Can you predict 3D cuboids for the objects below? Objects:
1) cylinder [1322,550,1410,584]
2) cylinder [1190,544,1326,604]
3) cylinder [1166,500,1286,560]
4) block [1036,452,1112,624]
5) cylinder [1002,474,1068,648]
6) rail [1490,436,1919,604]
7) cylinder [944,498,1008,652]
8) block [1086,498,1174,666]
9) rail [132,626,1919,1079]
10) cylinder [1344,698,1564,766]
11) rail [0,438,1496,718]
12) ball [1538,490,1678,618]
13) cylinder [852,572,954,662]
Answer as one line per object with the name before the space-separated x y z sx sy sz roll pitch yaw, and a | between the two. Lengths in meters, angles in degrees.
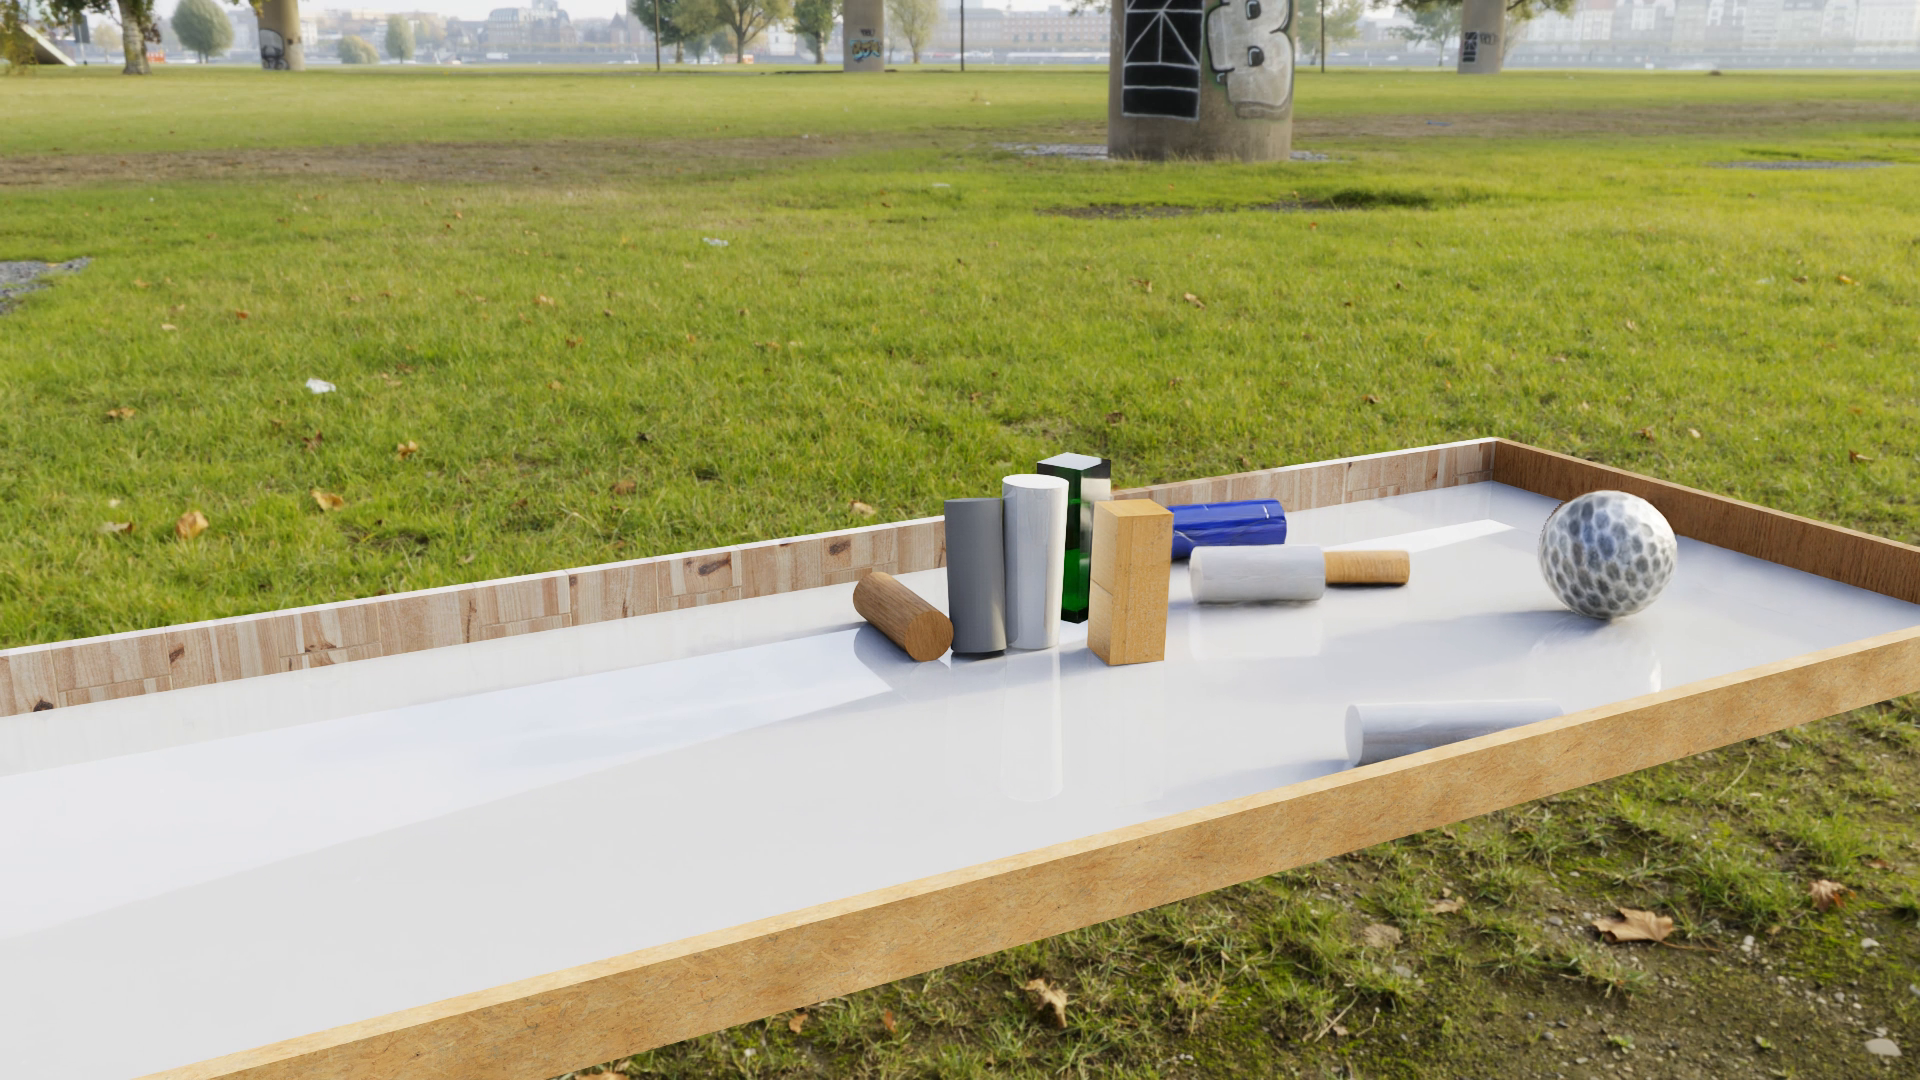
cylinder | 1.146 0.082 4.900 0.356 0.100 0.100 0 16 -1
cylinder | 0.851 0.098 4.729 0.354 0.164 0.164 -1 16 -5
cylinder | 0.789 -0.031 5.169 0.432 0.165 0.165 -4 17 -15
block | 0.314 -0.007 4.599 0.147 0.439 0.147 12 20 36
cylinder | 0.189 0.055 4.381 0.174 0.433 0.174 2 14 -1
rail | 2.466 -0.048 5.253 0.050 0.150 2.100 -9 18 -27
cylinder | 0.041 0.089 4.320 0.150 0.390 0.150 -3 5 0
block | 0.440 0.107 4.281 0.154 0.396 0.154 -3 17 -18
rail | -2.336 1.006 1.665 12.000 0.150 0.050 -9 18 -27
cylinder | 1.098 0.426 3.664 0.456 0.135 0.135 -1 16 -4
rail | -3.305 0.497 3.399 12.000 0.150 0.050 -9 18 -27
ball | 1.799 0.040 4.585 0.358 0.358 0.358 0 16 0
cylinder | -0.156 0.202 4.424 0.138 0.138 0.366 -7 18 -24
